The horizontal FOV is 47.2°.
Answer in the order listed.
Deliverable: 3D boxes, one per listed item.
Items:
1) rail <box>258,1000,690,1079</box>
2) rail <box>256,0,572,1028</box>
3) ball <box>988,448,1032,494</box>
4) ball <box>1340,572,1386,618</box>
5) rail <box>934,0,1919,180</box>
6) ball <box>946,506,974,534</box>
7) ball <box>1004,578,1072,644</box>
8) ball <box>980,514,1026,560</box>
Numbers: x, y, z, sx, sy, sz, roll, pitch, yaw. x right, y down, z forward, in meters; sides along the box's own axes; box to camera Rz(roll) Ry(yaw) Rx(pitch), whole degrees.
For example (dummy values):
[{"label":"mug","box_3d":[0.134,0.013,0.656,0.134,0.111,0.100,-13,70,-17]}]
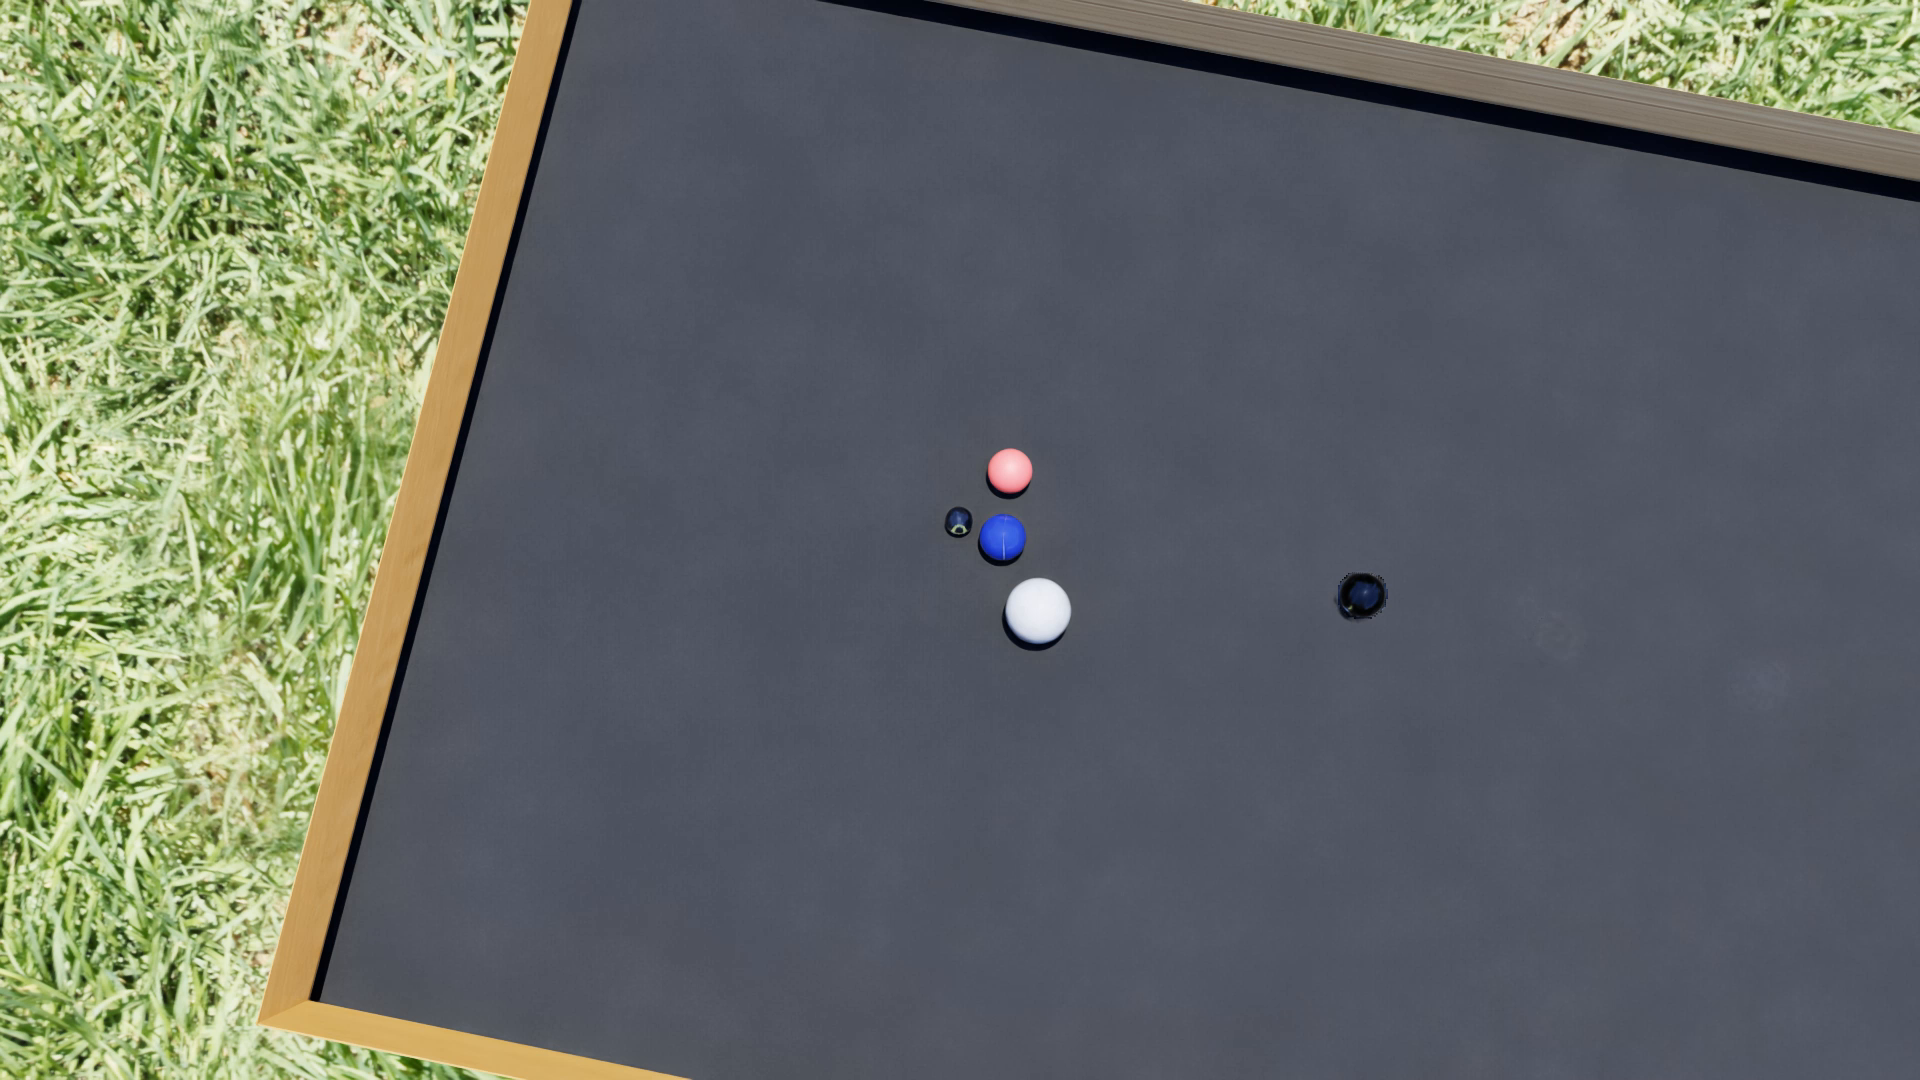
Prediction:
[{"label":"rail","box_3d":[0.637,0.982,3.058,3.293,0.130,0.045,11,77,3]},{"label":"rail","box_3d":[-0.784,-0.159,3.334,0.045,0.130,1.795,11,77,3]},{"label":"ball","box_3d":[0.076,-0.105,3.353,0.069,0.069,0.069,0,76,0]},{"label":"ball","box_3d":[0.606,0.083,3.308,0.068,0.068,0.068,0,76,0]},{"label":"rail","box_3d":[0.978,-0.683,3.461,3.293,0.130,0.045,11,77,3]},{"label":"ball","box_3d":[-0.001,-0.030,3.349,0.043,0.043,0.043,0,76,0]},{"label":"ball","box_3d":[0.117,0.106,3.286,0.100,0.100,0.100,0,76,0]},{"label":"ball","box_3d":[0.065,-0.004,3.328,0.071,0.071,0.071,0,76,0]}]
